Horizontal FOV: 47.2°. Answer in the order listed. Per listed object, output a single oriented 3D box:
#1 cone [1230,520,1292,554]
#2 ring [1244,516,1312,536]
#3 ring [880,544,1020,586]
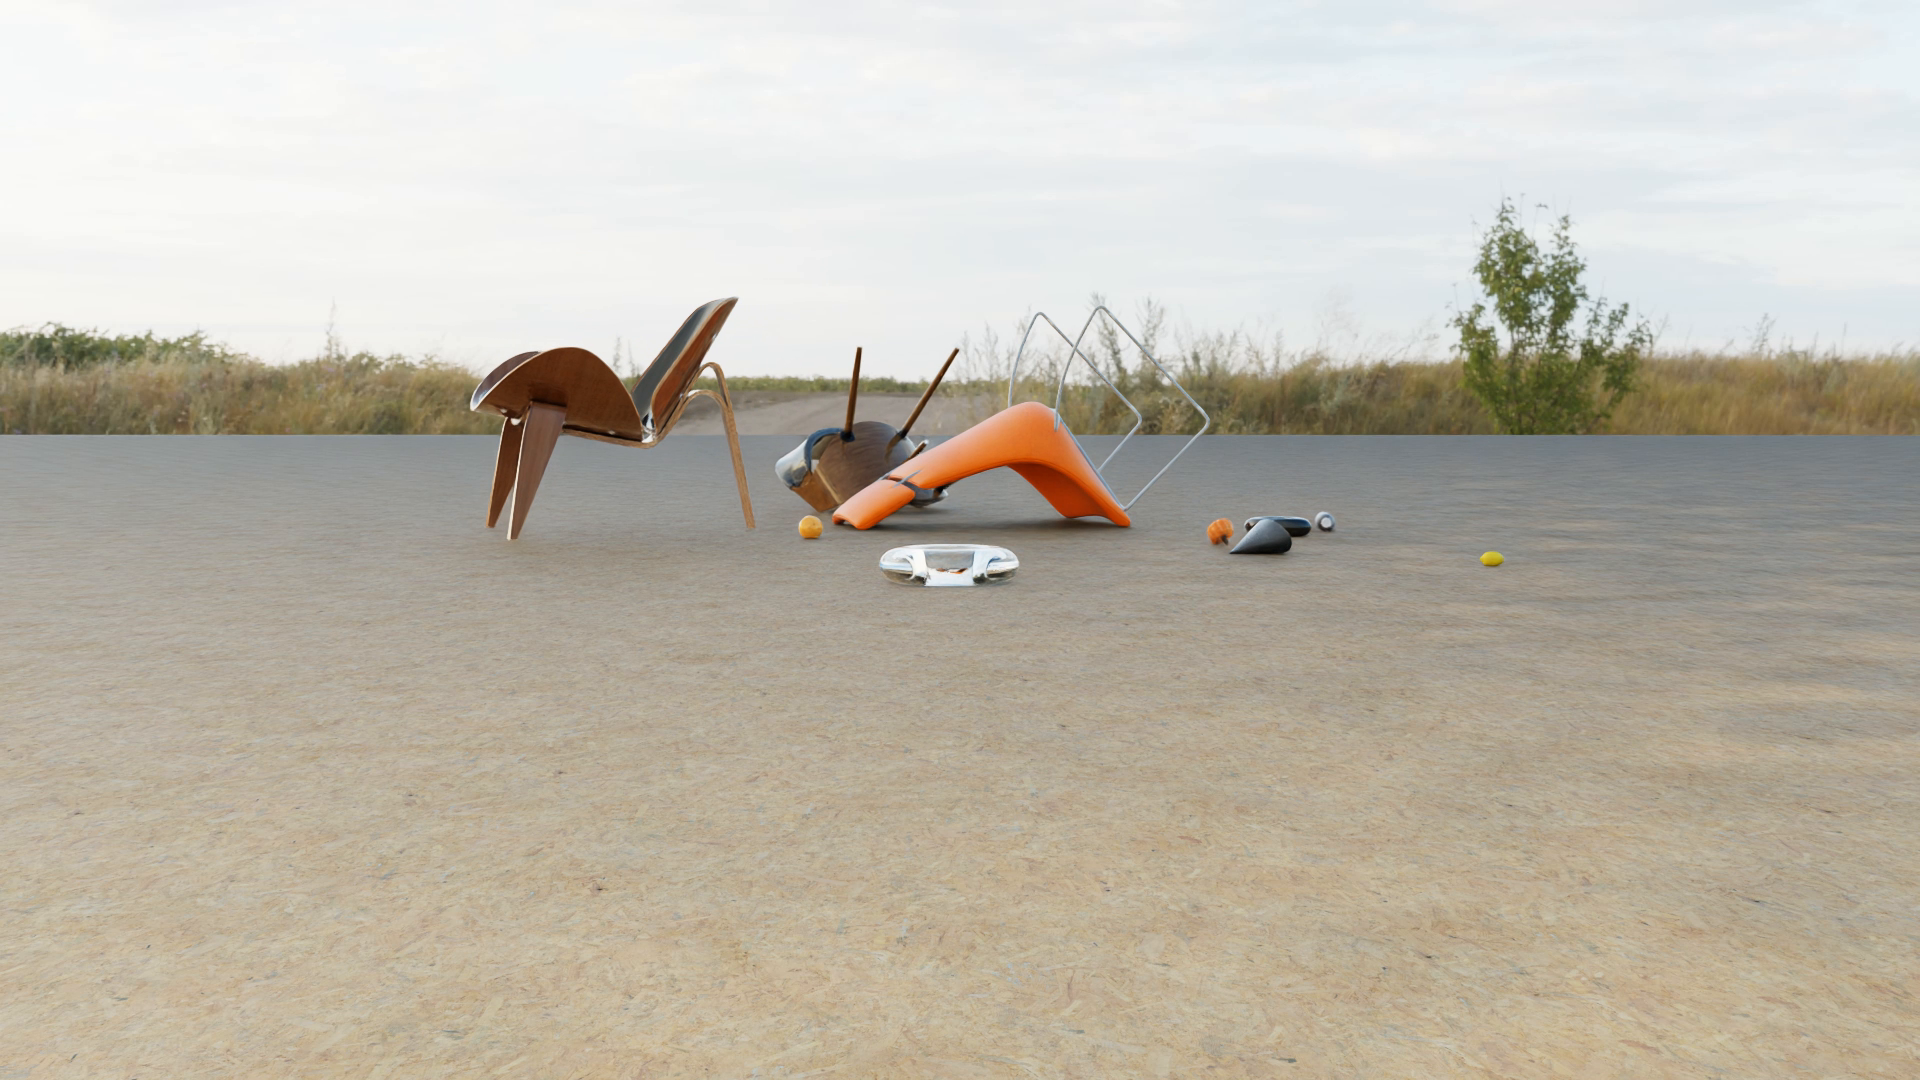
[{"bbox_3d":[0.796,0.013,6.018,0.144,0.096,0.206,-21,11,-17],"label":"cone"},{"bbox_3d":[0.972,-0.040,6.730,0.217,0.056,0.125,1,5,32],"label":"ring"},{"bbox_3d":[-0.025,0.058,5.107,0.328,0.084,0.324,-3,4,-44],"label":"ring"}]
